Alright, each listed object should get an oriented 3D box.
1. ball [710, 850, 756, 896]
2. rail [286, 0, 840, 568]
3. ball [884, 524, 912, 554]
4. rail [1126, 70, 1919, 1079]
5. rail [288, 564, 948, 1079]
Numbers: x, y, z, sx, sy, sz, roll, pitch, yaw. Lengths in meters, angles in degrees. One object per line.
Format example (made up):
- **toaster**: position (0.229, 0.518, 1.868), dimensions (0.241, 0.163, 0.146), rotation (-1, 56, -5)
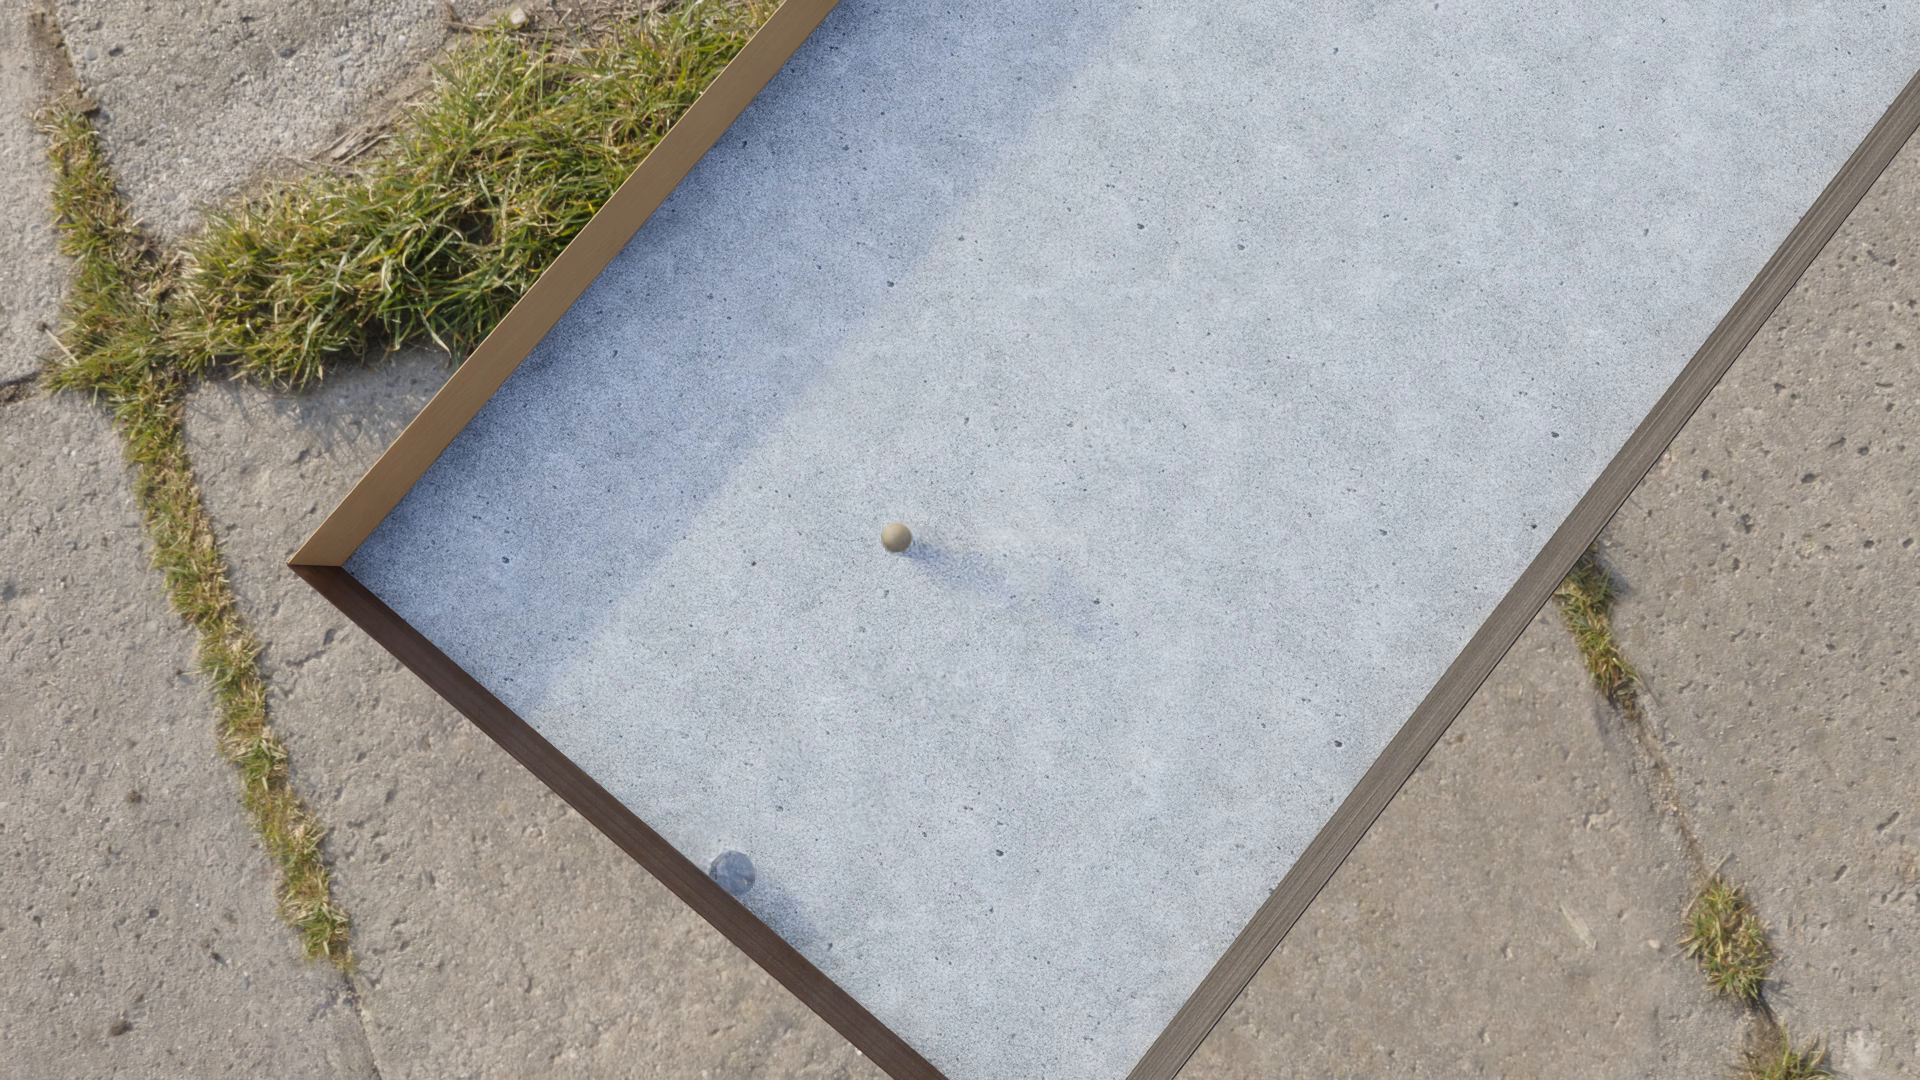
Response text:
- **ball**: position (-0.331, 0.485, 3.200), dimensions (0.066, 0.066, 0.066), rotation (0, 80, 0)
- **rail**: position (-0.123, -0.947, 3.426), dimensions (0.045, 0.117, 2.647), rotation (39, 82, 6)
- **ball**: position (-0.093, -0.003, 3.297), dimensions (0.044, 0.044, 0.044), rotation (0, 80, 0)
- **rail**: position (0.962, -0.071, 3.272), dimensions (0.045, 0.117, 2.647), rotation (39, 82, 6)
- **rail**: position (-0.405, 0.480, 3.174), dimensions (1.450, 0.117, 0.045), rotation (39, 82, 6)
